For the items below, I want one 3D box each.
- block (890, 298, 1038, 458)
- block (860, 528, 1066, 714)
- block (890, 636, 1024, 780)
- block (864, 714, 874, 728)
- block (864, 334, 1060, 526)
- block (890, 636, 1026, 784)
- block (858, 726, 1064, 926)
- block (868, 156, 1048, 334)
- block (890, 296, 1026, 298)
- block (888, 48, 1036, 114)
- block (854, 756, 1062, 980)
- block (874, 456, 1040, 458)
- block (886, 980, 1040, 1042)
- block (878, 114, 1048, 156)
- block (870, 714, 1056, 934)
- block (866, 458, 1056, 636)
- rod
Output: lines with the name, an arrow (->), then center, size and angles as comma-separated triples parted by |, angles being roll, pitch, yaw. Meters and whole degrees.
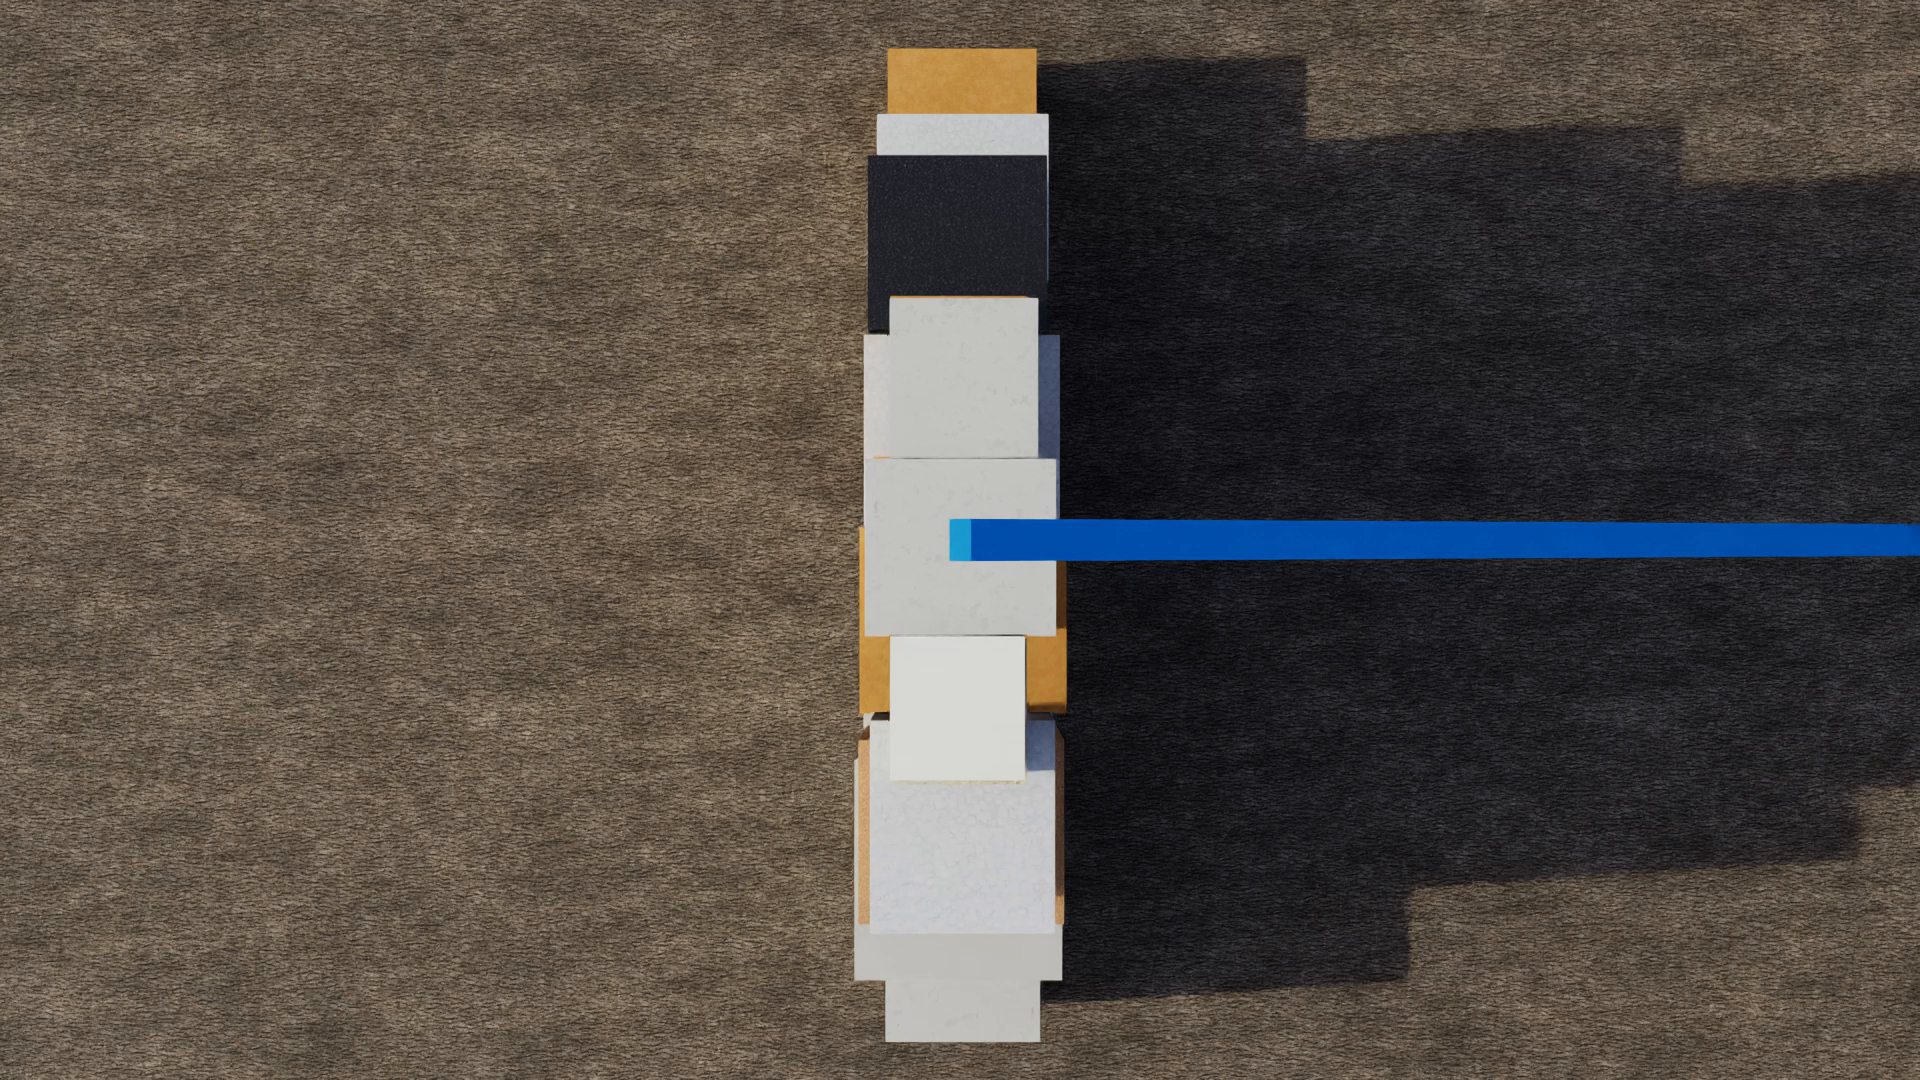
block -> 0.015, -0.614, 8.612 | 0.563, 0.548, 0.610 | 0, 91, 0
block -> 0.013, 0.353, 10.080 | 0.904, 0.964, 0.814 | 0, 90, 0
block -> -0.009, 0.635, 8.495 | 0.506, 0.433, 0.541 | 0, 90, 0
block -> -0.010, 0.498, 12.503 | 1.034, 0.995, 1.081 | 0, 90, 0
block -> 0.009, -0.480, 10.028 | 0.858, 0.814, 0.837 | 0, 90, 0
block -> -0.006, 0.682, 8.949 | 0.543, 0.476, 0.576 | 0, 90, 0
block -> 0.007, 1.352, 10.541 | 0.948, 0.806, 0.851 | 0, 90, 0
block -> -0.011, -1.292, 9.926 | 0.779, 0.756, 0.758 | 0, 90, 0
block -> -0.005, -0.670, 9.219 | 0.550, 0.664, 0.645 | 0, 91, 0
block -> 0.013, -2.368, 12.651 | 0.833, 0.697, 0.762 | 0, 90, 0
block -> -0.008, 1.648, 11.495 | 1.033, 1.106, 1.096 | 0, 89, 0
block -> -0.014, 0.027, 9.294 | 0.677, 0.610, 0.737 | 0, 90, 0
block -> 0.016, 2.306, 12.523 | 0.847, 0.954, 0.887 | 0, 90, 0
block -> 0.015, -1.766, 11.744 | 0.886, 0.766, 0.870 | 0, 90, 0
block -> 0.011, 1.202, 9.661 | 0.772, 0.957, 0.889 | 0, 90, 0
block -> 0.002, 0.030, 8.650 | 0.723, 0.679, 0.670 | 0, 90, 0
rod -> 2.234, 0.000, 5.492 | 5.200, 0.080, 0.080 | 0, 90, -31
